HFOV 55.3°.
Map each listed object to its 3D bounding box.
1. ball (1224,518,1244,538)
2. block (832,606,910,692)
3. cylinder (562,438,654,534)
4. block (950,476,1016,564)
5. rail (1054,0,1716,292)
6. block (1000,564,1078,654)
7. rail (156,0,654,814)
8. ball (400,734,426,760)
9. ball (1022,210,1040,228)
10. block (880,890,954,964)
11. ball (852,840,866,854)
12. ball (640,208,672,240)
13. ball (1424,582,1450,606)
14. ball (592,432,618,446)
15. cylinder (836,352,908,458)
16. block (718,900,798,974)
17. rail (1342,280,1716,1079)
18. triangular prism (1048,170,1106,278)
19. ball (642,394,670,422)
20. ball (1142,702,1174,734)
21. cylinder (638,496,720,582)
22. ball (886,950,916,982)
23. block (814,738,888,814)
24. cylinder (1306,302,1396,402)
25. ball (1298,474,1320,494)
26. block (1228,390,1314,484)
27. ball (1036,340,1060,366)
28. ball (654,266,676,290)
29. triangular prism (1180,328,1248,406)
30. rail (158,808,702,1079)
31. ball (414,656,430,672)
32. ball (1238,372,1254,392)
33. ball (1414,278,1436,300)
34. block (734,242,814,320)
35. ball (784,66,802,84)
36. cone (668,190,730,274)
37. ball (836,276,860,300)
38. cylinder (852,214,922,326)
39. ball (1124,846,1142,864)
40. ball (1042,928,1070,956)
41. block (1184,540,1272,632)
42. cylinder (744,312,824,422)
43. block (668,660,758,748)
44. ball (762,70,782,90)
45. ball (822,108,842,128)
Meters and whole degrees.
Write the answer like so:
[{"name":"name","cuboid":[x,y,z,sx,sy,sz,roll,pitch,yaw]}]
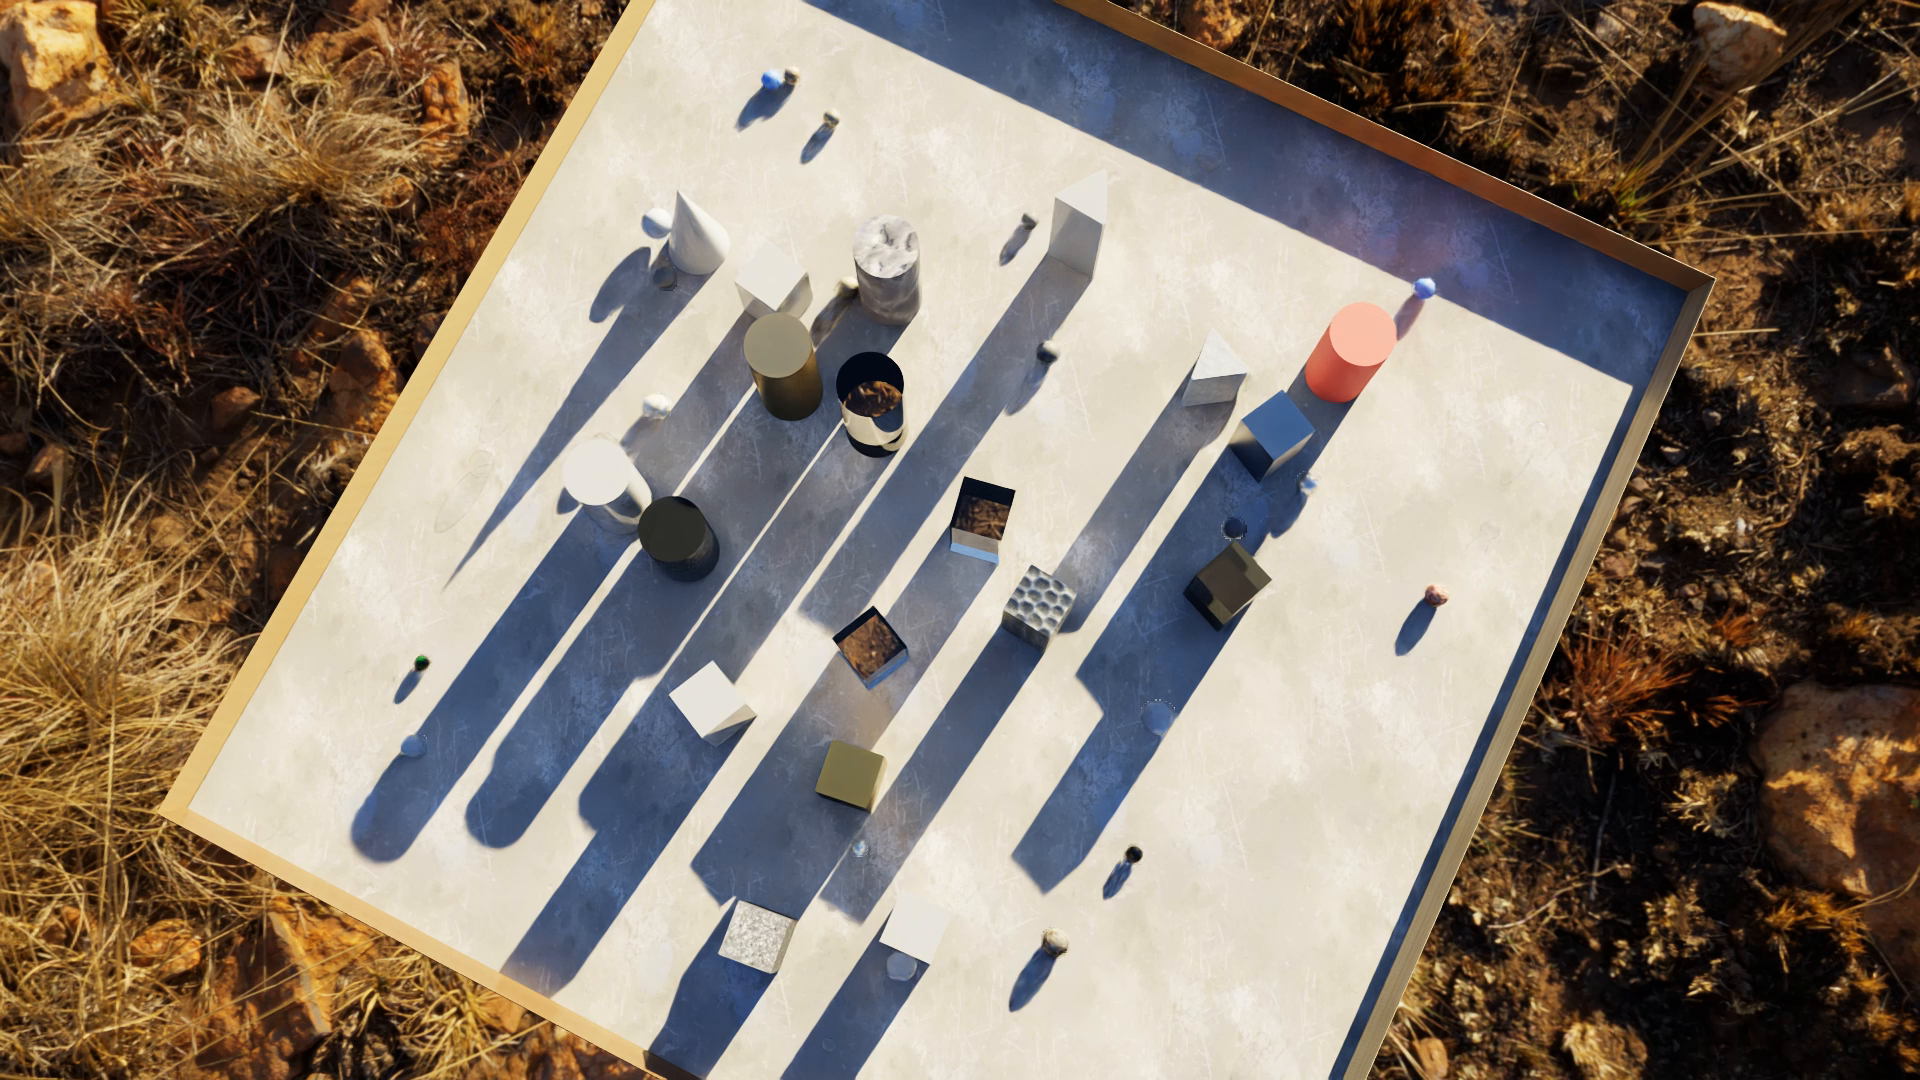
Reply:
[{"name":"ball","cuboid":[0.836,-0.035,5.593,0.061,0.061,0.061,0,78,0]},{"name":"block","cuboid":[-0.262,0.322,5.418,0.156,0.258,0.156,-38,81,-7]},{"name":"cylinder","cuboid":[-1.040,-0.154,5.443,0.195,0.402,0.195,0,78,0]},{"name":"block","cuboid":[0.065,-0.056,5.452,0.156,0.346,0.156,16,79,3]},{"name":"rail","cuboid":[0.784,-1.528,5.867,3.447,0.127,0.045,26,80,5]},{"name":"block","cuboid":[0.230,0.207,5.408,0.156,0.325,0.156,31,80,6]},{"name":"rail","cuboid":[-1.520,-0.738,5.703,0.045,0.127,3.552,26,80,5]},{"name":"ball","cuboid":[-1.628,0.614,5.451,0.075,0.075,0.075,0,78,0]},{"name":"ball","cuboid":[0.222,-1.013,5.797,0.057,0.057,0.057,0,78,0]},{"name":"block","cuboid":[-0.122,1.108,5.255,0.156,0.260,0.156,23,79,5]},{"name":"ball","cuboid":[-0.297,0.907,5.407,0.043,0.043,0.043,0,78,0]},{"name":"ball","cuboid":[-0.952,-0.994,5.748,0.098,0.098,0.098,0,78,0]},{"name":"ball","cuboid":[1.443,0.166,5.546,0.072,0.072,0.072,0,78,0]},{"name":"ball","cuboid":[-1.093,-0.290,5.634,0.082,0.082,0.082,0,78,0]},{"name":"cylinder","cuboid":[-0.257,-0.397,5.460,0.195,0.468,0.195,0,78,0]},{"name":"block","cuboid":[-0.576,1.137,5.254,0.156,0.250,0.156,20,79,4]},{"name":"rail","cuboid":[1.520,0.751,5.395,0.045,0.127,3.552,26,80,5]},{"name":"triangular prism","cuboid":[0.388,-0.977,5.582,0.169,0.464,0.147,31,80,6]},{"name":"ball","cuboid":[-0.940,-0.409,5.658,0.085,0.085,0.085,0,78,0]},{"name":"ball","cuboid":[0.589,0.530,5.457,0.098,0.098,0.098,0,78,0]},{"name":"cylinder","cuboid":[-0.833,0.001,5.451,0.195,0.324,0.195,0,78,0]},{"name":"ball","cuboid":[-0.170,1.233,5.306,0.087,0.087,0.087,0,78,0]},{"name":"block","cuboid":[-0.314,0.690,5.336,0.156,0.269,0.156,18,79,4]},{"name":"cylinder","cuboid":[1.176,-0.561,5.534,0.195,0.390,0.195,0,78,0]},{"name":"ball","cuboid":[1.068,-0.172,5.619,0.065,0.065,0.065,0,78,0]},{"name":"block","cuboid":[0.936,-0.310,5.533,0.156,0.289,0.156,-36,81,-7]},{"name":"ball","cuboid":[0.274,-0.582,5.698,0.077,0.077,0.077,0,78,0]},{"name":"ball","cuboid":[-0.928,-0.822,5.751,0.070,0.070,0.070,0,78,0]},{"name":"triangular prism","cuboid":[0.760,-0.530,5.576,0.169,0.294,0.147,-8,78,-2]},{"name":"rail","cuboid":[-0.784,1.541,5.232,3.447,0.127,0.045,26,80,5]},{"name":"ball","cuboid":[-1.619,0.371,5.515,0.048,0.048,0.048,0,78,0]},{"name":"ball","cuboid":[0.872,-0.491,5.669,0.070,0.070,0.070,0,78,0]},{"name":"ball","cuboid":[1.457,-0.788,5.745,0.067,0.067,0.067,0,78,0]},{"name":"block","cuboid":[-0.570,-0.767,5.640,0.156,0.266,0.156,36,81,7]},{"name":"ball","cuboid":[-0.539,-1.495,5.896,0.058,0.058,0.058,0,78,0]},{"name":"cone","cuboid":[-0.828,-0.980,5.587,0.195,0.456,0.195,0,78,0]},{"name":"ball","cuboid":[-0.351,-0.789,5.740,0.077,0.077,0.077,0,78,0]},{"name":"cylinder","cuboid":[-0.216,-0.810,5.555,0.195,0.449,0.195,0,78,0]},{"name":"ball","cuboid":[0.512,0.926,5.398,0.053,0.053,0.053,0,78,0]},{"name":"ball","cuboid":[0.279,1.171,5.334,0.078,0.078,0.078,0,78,0]},{"name":"block","cuboid":[0.788,0.139,5.425,0.156,0.318,0.156,-41,81,-8]},{"name":"cylinder","cuboid":[-0.524,-0.512,5.485,0.195,0.466,0.195,0,78,0]},{"name":"block","cuboid":[-0.718,0.483,5.357,0.156,0.313,0.156,-38,81,-7]},{"name":"ball","cuboid":[-0.607,-1.478,5.889,0.065,0.065,0.065,0,78,0]},{"name":"ball","cuboid":[-0.410,-1.351,5.866,0.059,0.059,0.059,0,78,0]}]
